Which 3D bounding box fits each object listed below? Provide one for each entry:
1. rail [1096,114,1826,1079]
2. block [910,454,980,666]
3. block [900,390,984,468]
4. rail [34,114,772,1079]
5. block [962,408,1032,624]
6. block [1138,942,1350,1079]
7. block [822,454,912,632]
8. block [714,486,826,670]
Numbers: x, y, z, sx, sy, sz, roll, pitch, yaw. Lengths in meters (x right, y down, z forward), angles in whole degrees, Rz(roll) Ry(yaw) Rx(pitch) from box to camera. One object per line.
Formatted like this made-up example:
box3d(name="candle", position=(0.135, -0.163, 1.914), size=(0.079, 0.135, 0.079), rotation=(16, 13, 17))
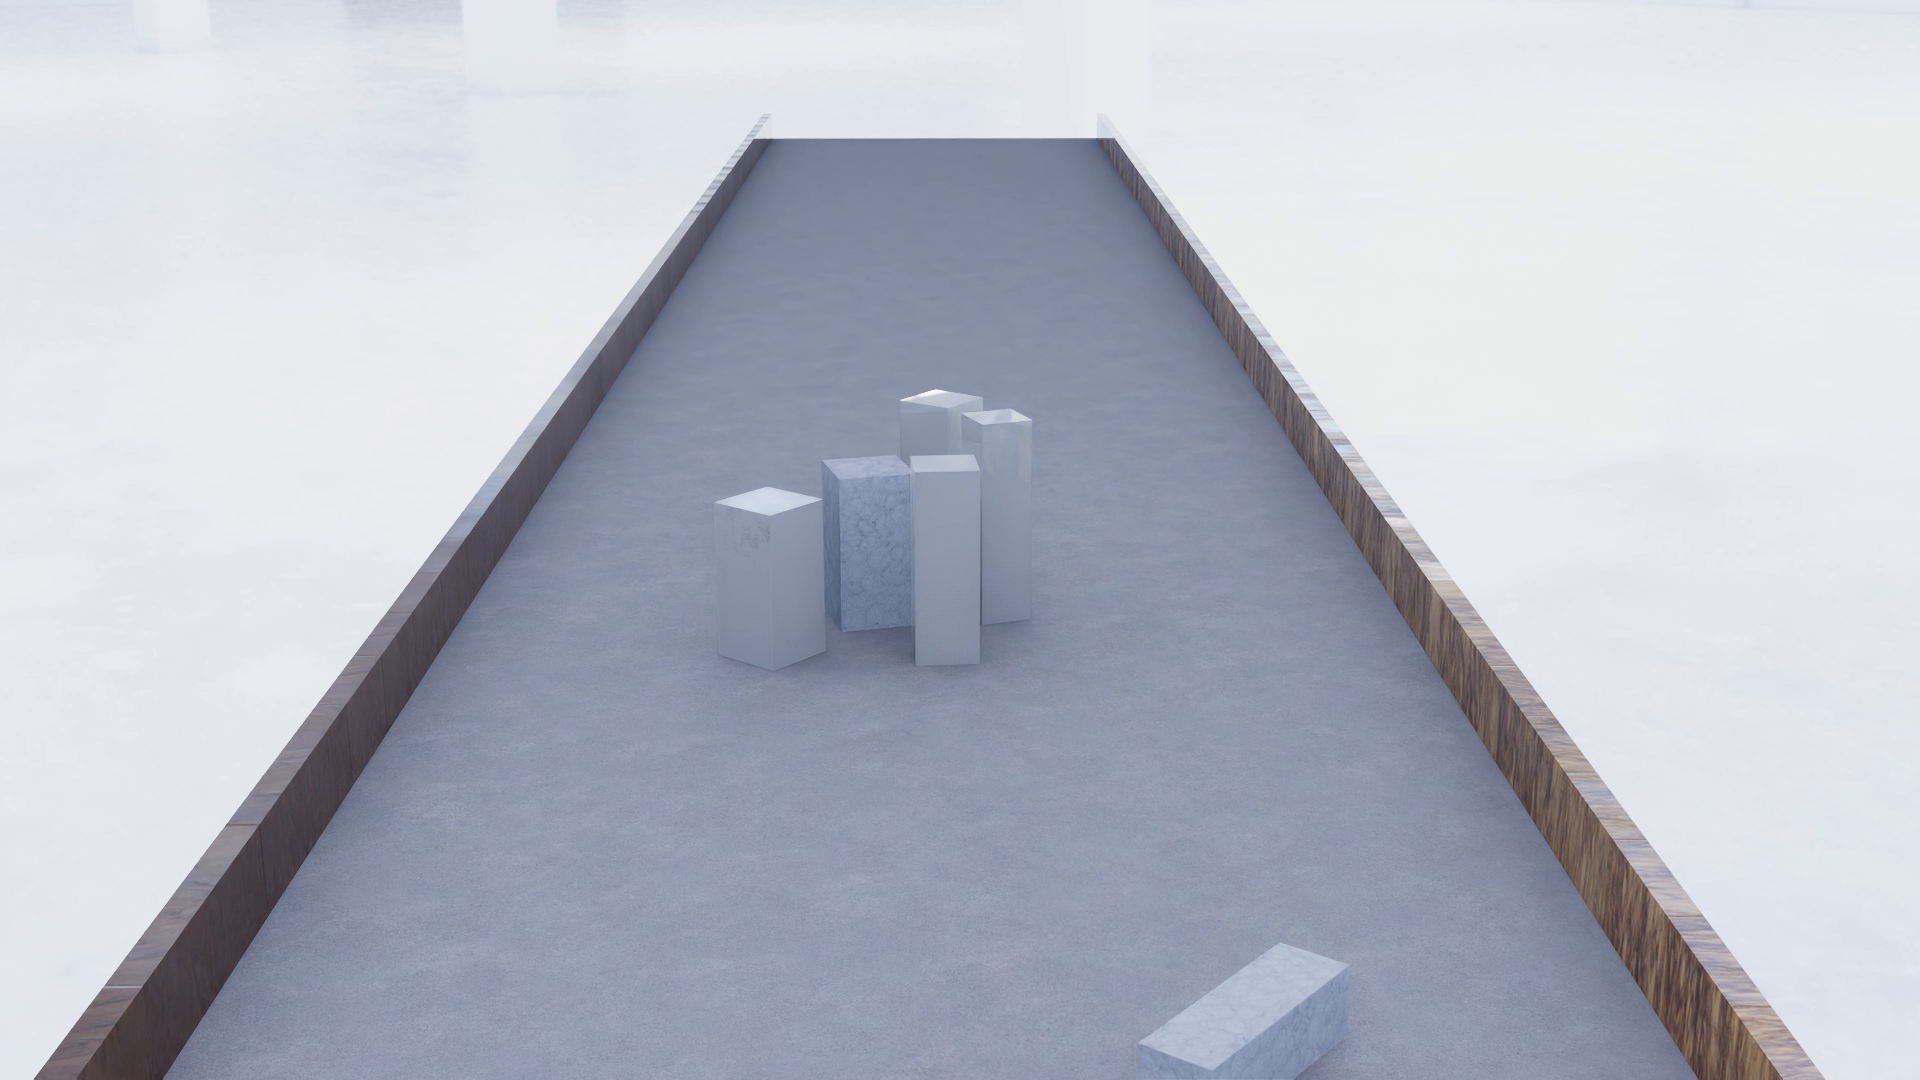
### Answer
box3d(name="rail", position=(0.932, -0.844, 7.801), size=(0.050, 0.150, 12.000), rotation=(0, 17, -1))
box3d(name="block", position=(-0.030, 0.040, 4.393), size=(0.128, 0.399, 0.128), rotation=(-1, 17, -5))
box3d(name="block", position=(-0.041, -0.115, 4.894), size=(0.131, 0.409, 0.131), rotation=(12, 20, 34))
box3d(name="rail", position=(-1.118, -0.838, 7.780), size=(0.050, 0.150, 12.000), rotation=(0, 17, -1))
box3d(name="block", position=(0.076, -0.049, 4.633), size=(0.112, 0.433, 0.112), rotation=(-7, 18, -21))
box3d(name="block", position=(0.372, 0.649, 2.856), size=(0.107, 0.107, 0.347), rotation=(13, 21, 36))
box3d(name="block", position=(-0.192, 0.005, 4.631), size=(0.161, 0.329, 0.161), rotation=(-5, 17, -15))
box3d(name="block", position=(-0.381, 0.075, 4.413), size=(0.153, 0.320, 0.153), rotation=(13, 21, 37))
